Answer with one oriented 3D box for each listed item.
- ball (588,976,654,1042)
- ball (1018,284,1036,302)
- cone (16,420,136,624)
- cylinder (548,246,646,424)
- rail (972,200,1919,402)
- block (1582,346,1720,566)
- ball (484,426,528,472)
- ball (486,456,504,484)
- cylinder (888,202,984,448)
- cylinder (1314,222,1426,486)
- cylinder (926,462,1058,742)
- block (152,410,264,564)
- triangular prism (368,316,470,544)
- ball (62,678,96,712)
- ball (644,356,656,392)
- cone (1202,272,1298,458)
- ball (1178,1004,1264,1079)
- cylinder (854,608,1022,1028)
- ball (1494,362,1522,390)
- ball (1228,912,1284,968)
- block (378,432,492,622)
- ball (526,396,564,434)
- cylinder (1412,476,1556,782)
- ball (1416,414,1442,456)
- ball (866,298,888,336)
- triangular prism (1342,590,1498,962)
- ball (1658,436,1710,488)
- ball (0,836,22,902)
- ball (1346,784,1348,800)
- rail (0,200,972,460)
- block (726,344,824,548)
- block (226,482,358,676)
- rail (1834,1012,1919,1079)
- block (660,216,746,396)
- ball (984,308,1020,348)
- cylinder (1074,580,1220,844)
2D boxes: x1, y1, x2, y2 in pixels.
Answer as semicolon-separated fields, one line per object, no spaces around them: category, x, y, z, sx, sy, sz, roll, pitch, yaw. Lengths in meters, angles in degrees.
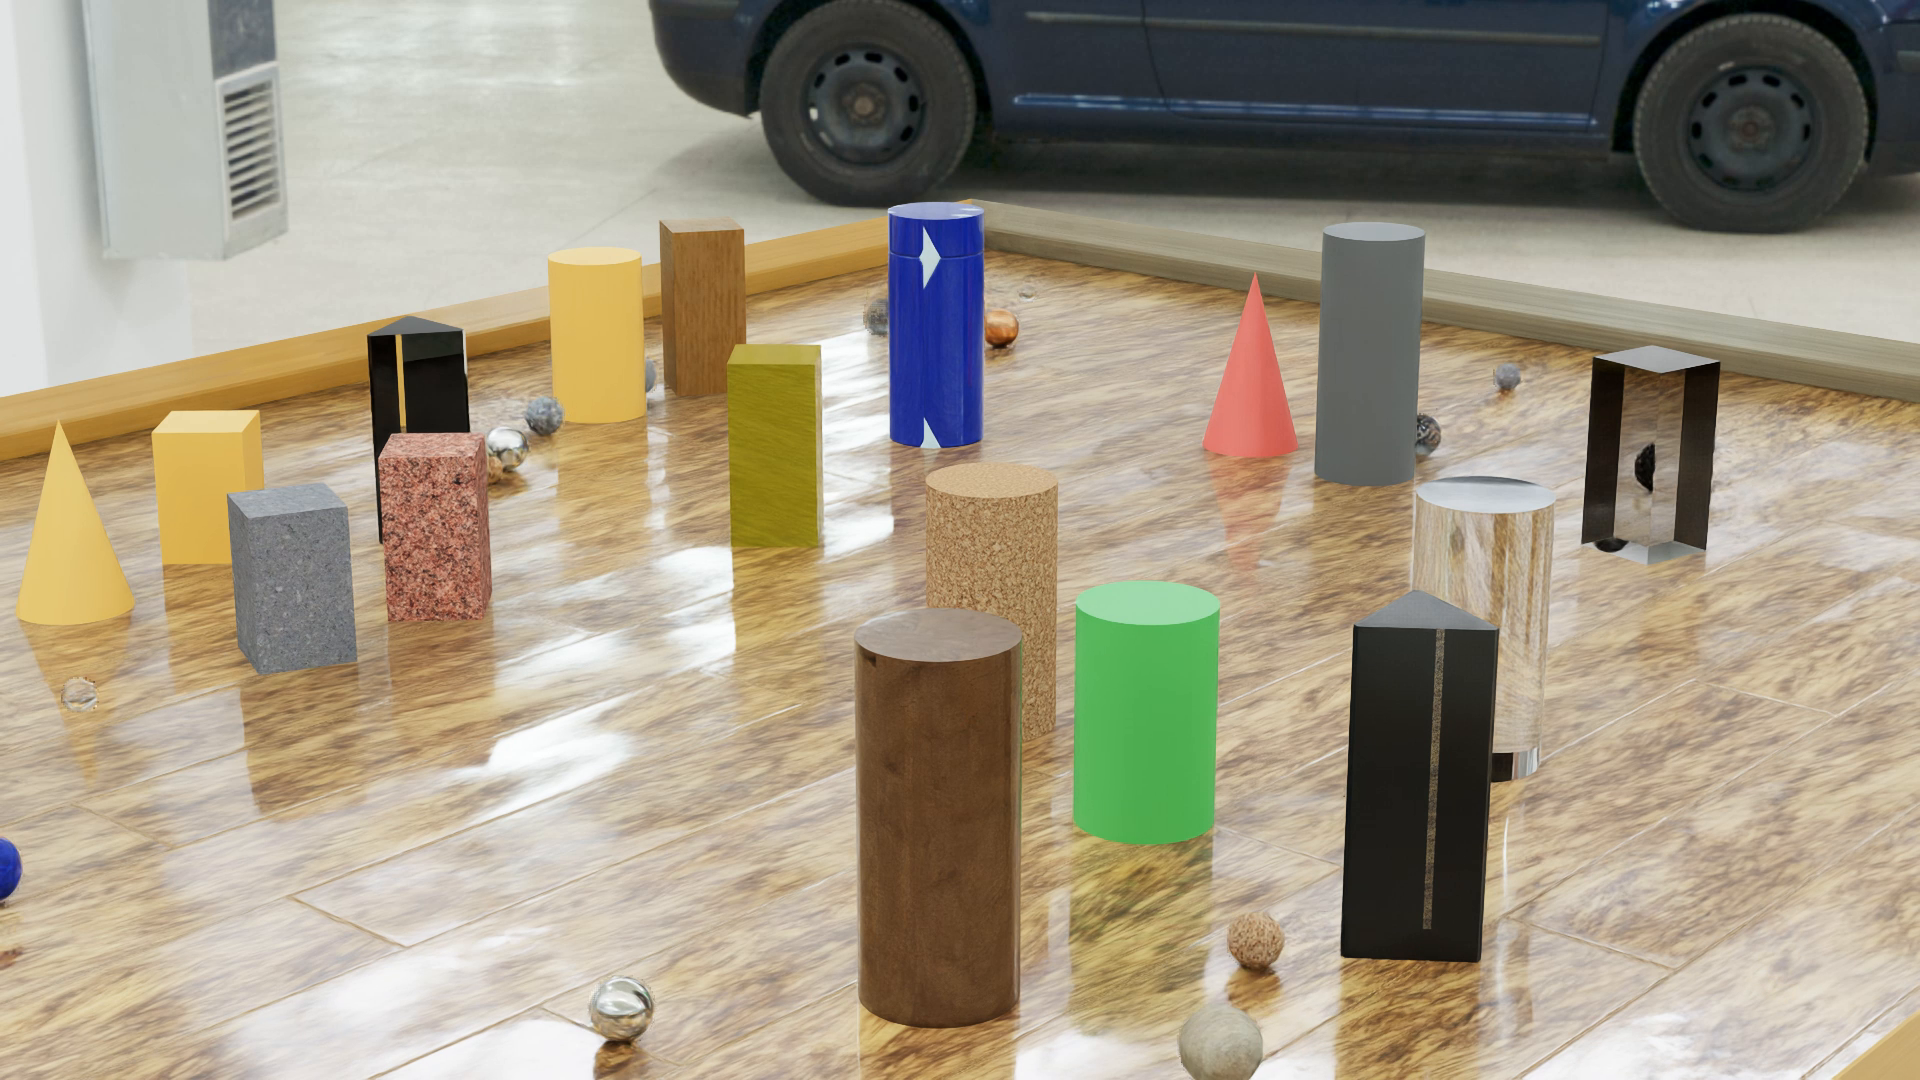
ball;-0.401;0.556;3.475;0.077;0.077;0.077;0;17;0
ball;0.170;-0.627;7.459;0.046;0.046;0.046;0;17;0
cone;-1.530;-0.045;5.024;0.200;0.336;0.200;0;17;0
cylinder;-0.783;-0.444;6.332;0.200;0.345;0.200;0;17;0
rail;1.576;-0.491;6.858;4.132;0.130;0.045;14;22;39
block;1.261;-0.157;5.359;0.160;0.357;0.160;-12;20;-34
ball;-0.917;-0.185;5.910;0.092;0.092;0.092;0;17;0
ball;-0.935;-0.139;5.820;0.057;0.057;0.057;0;17;0
cylinder;-0.050;-0.449;6.117;0.200;0.480;0.200;0;17;0
cylinder;0.814;-0.371;5.834;0.200;0.493;0.200;0;17;0
cylinder;0.048;0.094;4.472;0.200;0.387;0.200;0;17;0
block;-1.368;-0.098;5.355;0.160;0.245;0.160;-1;17;-2
triangular prism;-1.009;-0.209;5.465;0.173;0.395;0.150;-4;17;-15
ball;-1.371;0.242;4.566;0.050;0.050;0.050;0;17;0
ball;-0.720;-0.367;6.516;0.092;0.092;0.092;0;17;0
cone;0.606;-0.375;6.063;0.200;0.368;0.200;0;17;0
ball;0.299;0.581;3.360;0.097;0.097;0.097;0;17;0
cylinder;-0.026;0.334;3.541;0.200;0.465;0.200;0;17;0
ball;1.228;-0.367;6.573;0.060;0.060;0.060;0;17;0
ball;0.371;0.501;3.671;0.070;0.070;0.070;0;17;0
block;-0.898;-0.024;5.034;0.160;0.289;0.160;-1;17;-3
ball;-0.878;-0.262;6.190;0.080;0.080;0.080;0;17;0
cylinder;0.764;0.130;4.315;0.200;0.410;0.200;0;17;0
ball;0.943;-0.215;6.016;0.089;0.089;0.089;0;17;0
ball;-0.185;-0.540;7.093;0.090;0.090;0.090;0;17;0
triangular prism;0.574;0.296;3.708;0.173;0.441;0.150;1;17;4
ball;1.433;-0.155;5.797;0.100;0.100;0.100;0;17;0
ball;-1.282;0.433;3.856;0.094;0.094;0.094;0;17;0
ball;0.578;0.358;4.166;0.059;0.059;0.059;0;17;0
rail;-1.542;-0.353;6.402;0.045;0.130;4.856;14;22;39
block;-0.341;-0.176;5.440;0.160;0.346;0.160;0;17;2
block;-1.092;0.061;4.795;0.160;0.264;0.160;-8;18;-24
rail;1.542;0.419;3.838;0.045;0.130;4.856;14;22;39
block;-0.574;-0.524;6.560;0.160;0.367;0.160;-5;17;-15
ball;0.096;-0.505;6.975;0.092;0.092;0.092;0;17;0
cylinder;0.260;0.240;4.106;0.200;0.320;0.200;0;17;0
